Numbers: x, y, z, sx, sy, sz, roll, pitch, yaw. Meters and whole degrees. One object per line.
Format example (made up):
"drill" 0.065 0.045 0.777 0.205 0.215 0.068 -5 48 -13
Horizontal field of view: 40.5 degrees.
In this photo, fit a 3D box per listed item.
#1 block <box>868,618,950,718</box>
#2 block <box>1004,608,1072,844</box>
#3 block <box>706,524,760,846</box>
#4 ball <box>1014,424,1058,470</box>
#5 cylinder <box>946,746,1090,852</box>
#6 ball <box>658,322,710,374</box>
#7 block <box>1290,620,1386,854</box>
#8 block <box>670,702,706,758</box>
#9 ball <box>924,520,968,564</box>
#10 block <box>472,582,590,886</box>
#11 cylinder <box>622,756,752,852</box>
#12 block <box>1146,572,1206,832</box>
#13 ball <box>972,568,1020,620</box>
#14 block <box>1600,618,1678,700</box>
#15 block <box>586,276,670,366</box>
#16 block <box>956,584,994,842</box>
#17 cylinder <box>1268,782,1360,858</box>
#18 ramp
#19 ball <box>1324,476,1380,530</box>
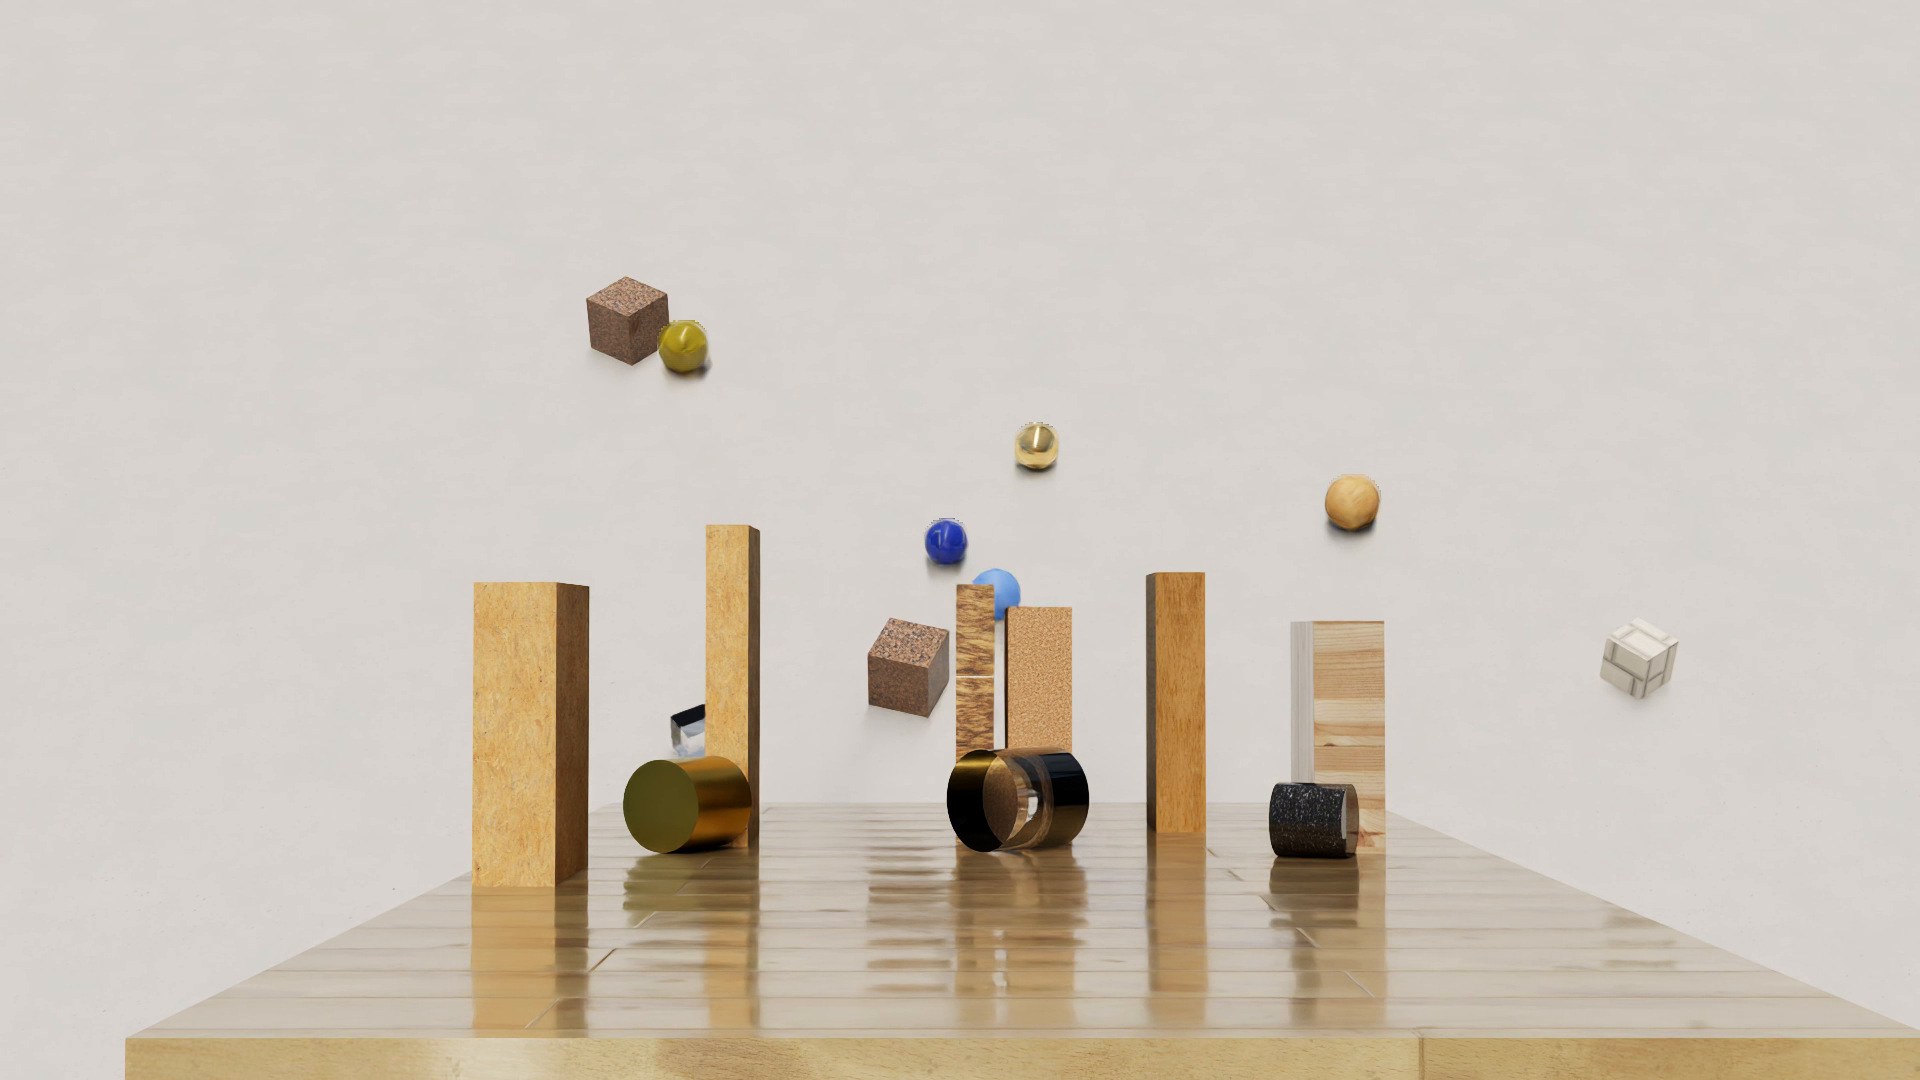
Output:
"block" -0.144 0.359 7.314 0.179 0.179 0.179 11 37 15
"block" 0.171 0.402 5.752 0.136 0.502 0.439 0 -2 0
"block" -0.491 0.311 5.632 0.090 0.676 0.324 0 -2 0
"ball" 0.242 -0.295 8.254 0.143 0.143 0.143 0 36 0
"cylinder" 0.120 0.535 5.379 0.210 0.210 0.210 2 26 -44
"ball" -0.927 -0.645 8.717 0.172 0.172 0.172 0 36 0
"block" 0.792 0.407 5.468 0.144 0.472 0.373 0 -2 0
"block" -0.718 0.537 7.124 0.110 0.110 0.110 -20 40 -26
"ball" -0.041 0.008 7.842 0.133 0.133 0.133 0 36 0
"block" -0.788 0.350 4.800 0.147 0.537 0.413 0 -2 0
"cylinder" -0.562 0.544 5.367 0.190 0.190 0.190 23 9 28
"block" 0.497 0.370 6.001 0.112 0.584 0.310 0 -2 0
"ball" 0.103 0.160 7.614 0.151 0.151 0.151 0 36 0
"block" 1.926 0.337 7.376 0.142 0.142 0.142 -26 43 -32
"block" -1.126 -0.746 8.839 0.194 0.194 0.194 24 42 30
"block" 0.032 0.377 5.737 0.082 0.552 0.318 0 -2 0
"cylinder" 0.709 0.560 5.201 0.147 0.147 0.147 -1 33 22
"ramp" 0.079 0.671 4.865 2.000 0.100 4.000 0 -2 0
"ball" 1.205 -0.114 7.982 0.168 0.168 0.168 0 36 0
